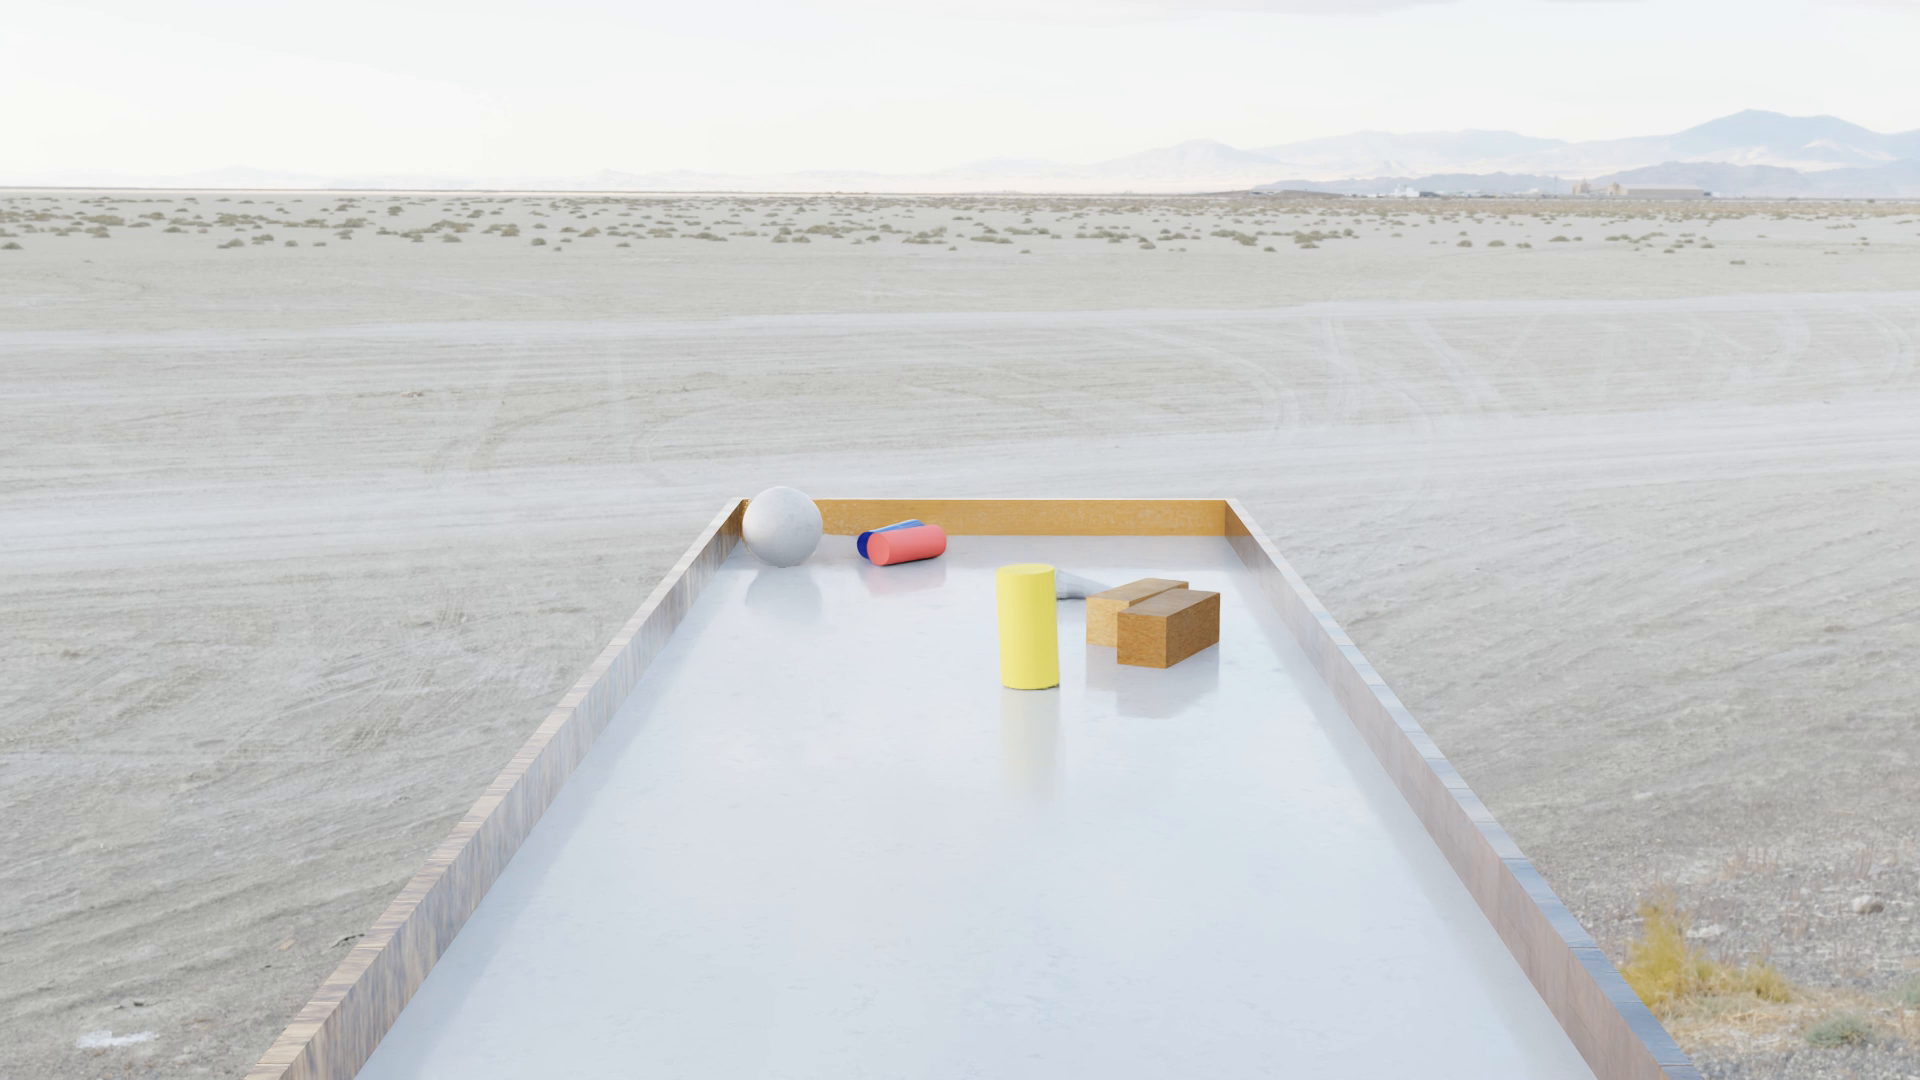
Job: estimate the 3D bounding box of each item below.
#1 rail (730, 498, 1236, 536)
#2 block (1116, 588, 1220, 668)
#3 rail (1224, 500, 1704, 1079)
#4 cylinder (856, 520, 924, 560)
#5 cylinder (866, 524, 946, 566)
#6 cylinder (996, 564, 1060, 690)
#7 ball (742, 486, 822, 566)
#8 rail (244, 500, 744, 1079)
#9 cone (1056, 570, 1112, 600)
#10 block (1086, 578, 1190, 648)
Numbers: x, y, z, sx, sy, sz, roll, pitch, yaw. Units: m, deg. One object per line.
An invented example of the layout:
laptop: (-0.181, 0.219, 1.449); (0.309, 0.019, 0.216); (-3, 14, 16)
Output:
rail: (0.099, -0.098, 9.147); (2.100, 0.150, 0.050); (0, 9, 1)
block: (0.649, 0.270, 6.800); (0.159, 0.159, 0.459); (5, 10, 27)
rail: (1.046, 0.843, 3.208); (0.050, 0.150, 12.000); (0, 9, 1)
cylinder: (-0.269, -0.005, 8.692); (0.109, 0.109, 0.370); (5, 10, 27)
cylinder: (-0.204, 0.018, 8.484); (0.127, 0.127, 0.304); (9, 13, 44)
cylinder: (0.196, 0.248, 6.347); (0.171, 0.335, 0.171); (-3, 10, 1)
ball: (-0.675, -0.051, 8.359); (0.305, 0.305, 0.305); (0, 9, 0)
rail: (-1.004, 0.839, 3.234); (0.050, 0.150, 12.000); (0, 9, 1)
cone: (0.501, 0.182, 7.700); (0.339, 0.103, 0.103); (9, 9, 1)
block: (0.573, 0.232, 7.066); (0.151, 0.151, 0.419); (6, 11, 32)
